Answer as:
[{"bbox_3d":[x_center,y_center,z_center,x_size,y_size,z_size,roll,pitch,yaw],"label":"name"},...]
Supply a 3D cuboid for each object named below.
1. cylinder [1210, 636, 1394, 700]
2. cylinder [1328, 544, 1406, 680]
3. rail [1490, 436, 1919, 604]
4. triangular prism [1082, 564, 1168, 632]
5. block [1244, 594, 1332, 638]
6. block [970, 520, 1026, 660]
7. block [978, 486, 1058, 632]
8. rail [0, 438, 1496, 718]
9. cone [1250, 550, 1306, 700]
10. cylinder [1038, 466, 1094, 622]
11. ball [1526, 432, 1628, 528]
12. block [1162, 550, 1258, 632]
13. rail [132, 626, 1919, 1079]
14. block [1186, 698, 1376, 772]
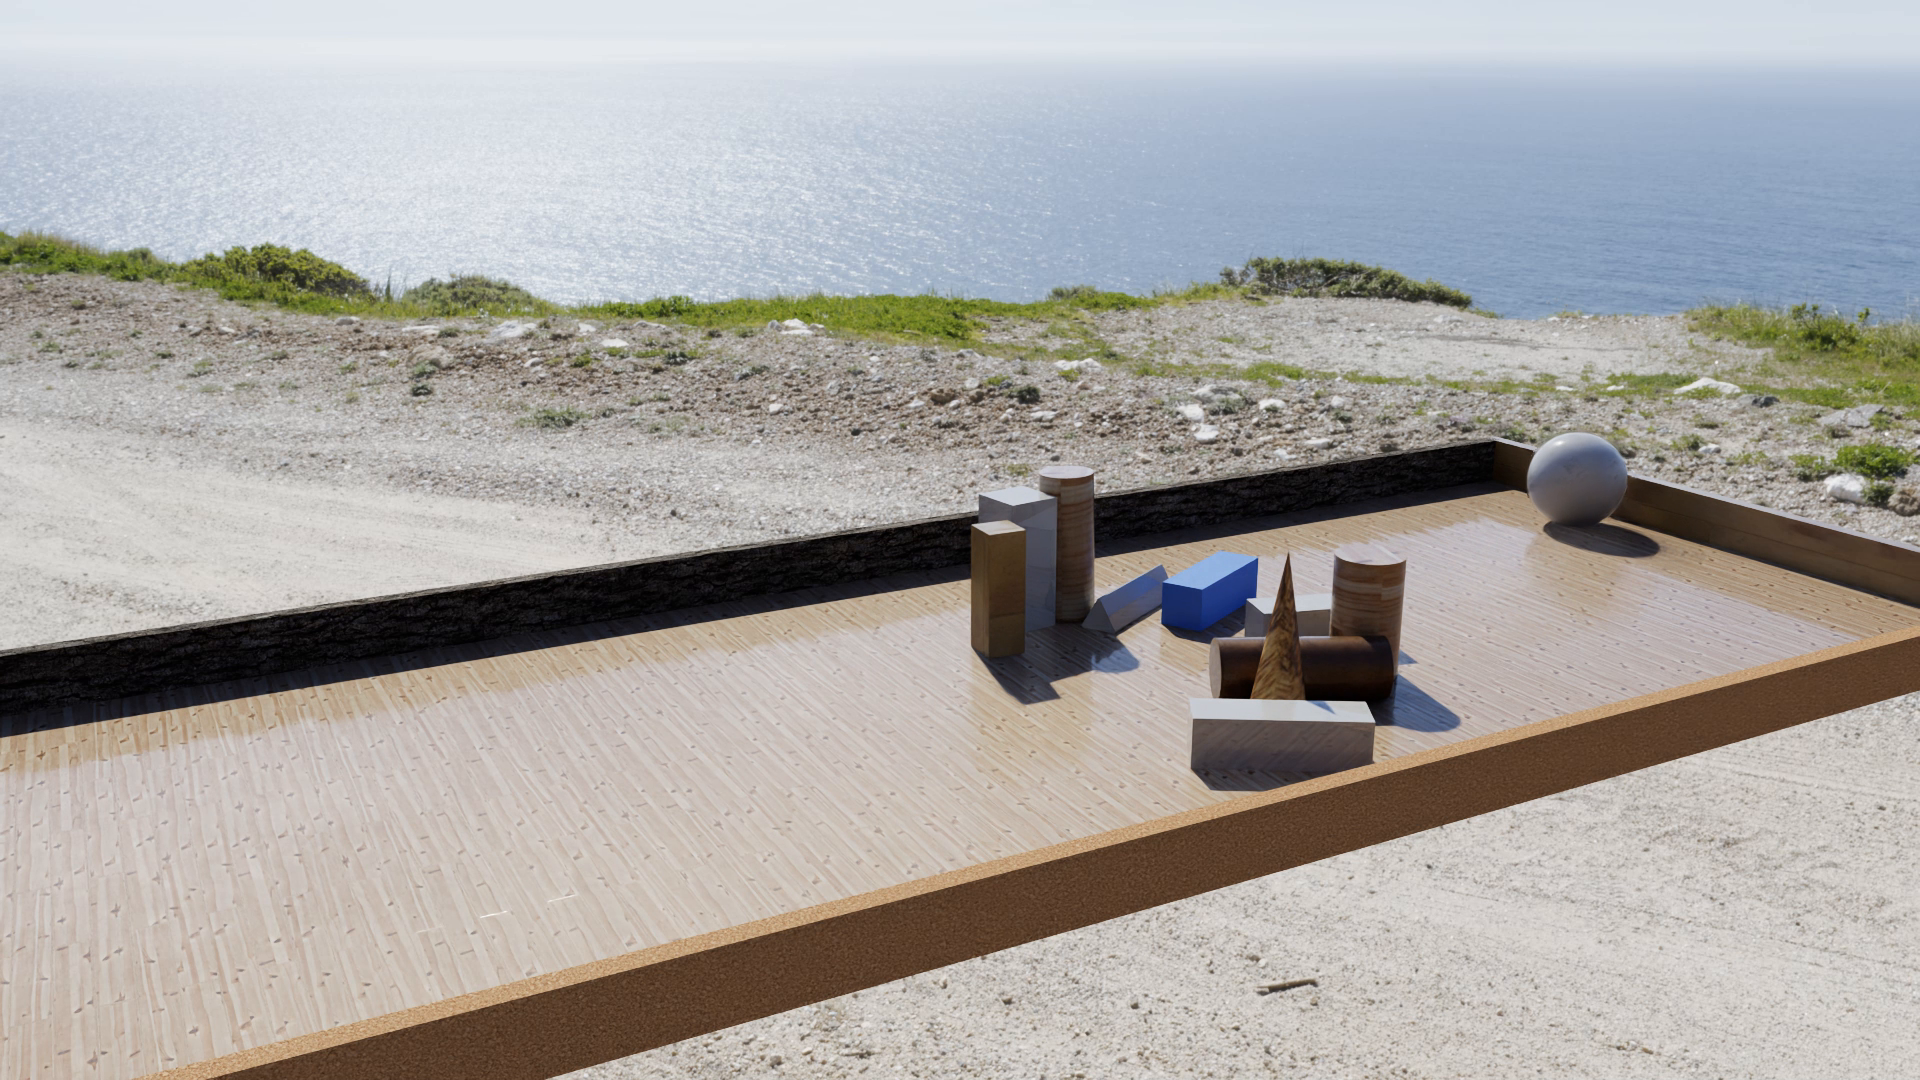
[{"bbox_3d":[0.827,0.313,4.015,0.415,0.156,0.156,-1,16,-2],"label":"cylinder"},{"bbox_3d":[1.024,0.187,4.160,0.176,0.315,0.176,0,16,0],"label":"cylinder"},{"bbox_3d":[2.466,-0.048,5.253,0.050,0.150,2.100,-9,18,-27],"label":"rail"},{"bbox_3d":[0.482,0.157,4.655,0.102,0.089,0.383,10,19,31],"label":"triangular prism"},{"bbox_3d":[0.960,0.222,4.382,0.381,0.123,0.123,-3,17,-12],"label":"block"},{"bbox_3d":[0.100,0.129,4.319,0.106,0.337,0.106,-8,18,-24],"label":"block"},{"bbox_3d":[0.156,0.055,4.519,0.152,0.366,0.152,-12,20,-34],"label":"block"},{"bbox_3d":[-3.305,0.497,3.399,12.000,0.150,0.050,-9,18,-27],"label":"rail"},{"bbox_3d":[0.751,0.224,3.839,0.148,0.411,0.148,2,10,0],"label":"cone"},{"bbox_3d":[0.298,0.010,4.588,0.152,0.409,0.152,-2,16,0],"label":"cylinder"},{"bbox_3d":[2.050,-0.200,5.479,0.314,0.314,0.314,0,16,0],"label":"ball"},{"bbox_3d":[0.709,0.141,4.661,0.121,0.121,0.362,11,20,33],"label":"block"},{"bbox_3d":[-2.336,1.006,1.665,12.000,0.150,0.050,-9,18,-27],"label":"rail"},{"bbox_3d":[0.709,0.434,3.668,0.394,0.119,0.119,1,16,3],"label":"block"}]
